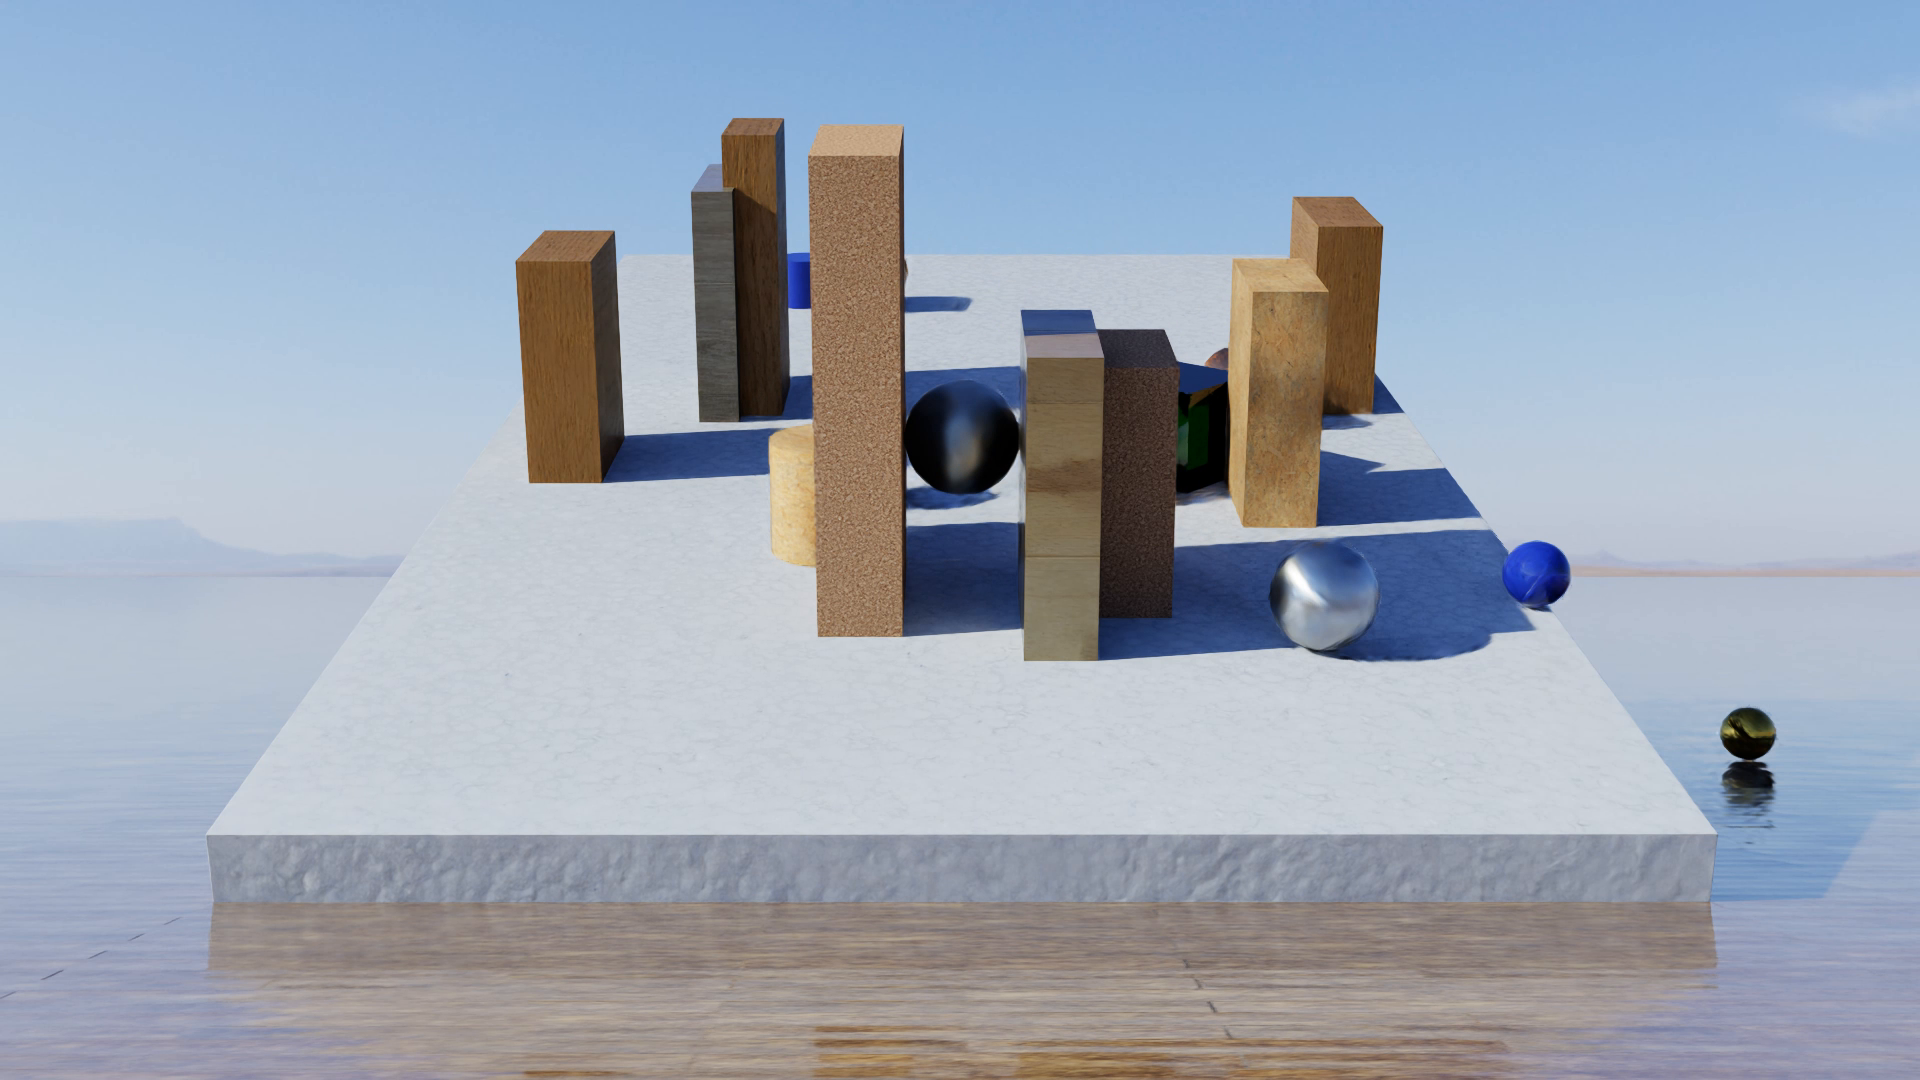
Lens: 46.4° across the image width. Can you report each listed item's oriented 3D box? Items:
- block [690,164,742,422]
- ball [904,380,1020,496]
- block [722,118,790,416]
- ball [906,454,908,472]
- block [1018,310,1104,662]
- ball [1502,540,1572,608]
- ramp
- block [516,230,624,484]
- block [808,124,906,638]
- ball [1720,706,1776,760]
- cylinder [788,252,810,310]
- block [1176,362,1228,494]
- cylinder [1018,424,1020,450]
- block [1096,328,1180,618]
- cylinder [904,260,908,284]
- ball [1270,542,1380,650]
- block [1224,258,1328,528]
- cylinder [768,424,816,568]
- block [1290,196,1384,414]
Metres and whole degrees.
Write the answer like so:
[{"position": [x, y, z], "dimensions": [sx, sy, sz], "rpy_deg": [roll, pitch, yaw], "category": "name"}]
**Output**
[{"position": [-0.530, -0.560, 5.029], "dimensions": [0.087, 0.509, 0.387], "rpy_deg": [0, 18, 0], "category": "block"}, {"position": [0.004, -0.174, 3.815], "dimensions": [0.197, 0.197, 0.197], "rpy_deg": [0, -1, 0], "category": "ball"}, {"position": [-0.454, -0.614, 5.014], "dimensions": [0.115, 0.620, 0.274], "rpy_deg": [0, 18, 0], "category": "block"}, {"position": [-0.179, -0.149, 4.347], "dimensions": [0.157, 0.157, 0.157], "rpy_deg": [0, -1, 0], "category": "ball"}, {"position": [0.160, -0.096, 3.644], "dimensions": [0.117, 0.495, 0.340], "rpy_deg": [0, 18, 0], "category": "block"}, {"position": [0.977, 0.057, 3.793], "dimensions": [0.113, 0.113, 0.113], "rpy_deg": [0, -1, 0], "category": "ball"}, {"position": [-0.004, -0.189, 4.877], "dimensions": [2.000, 0.100, 4.000], "rpy_deg": [0, 18, 0], "category": "ramp"}, {"position": [-0.790, -0.379, 4.572], "dimensions": [0.146, 0.450, 0.331], "rpy_deg": [0, 18, 0], "category": "block"}, {"position": [-0.164, -0.268, 3.704], "dimensions": [0.139, 0.784, 0.350], "rpy_deg": [0, 18, 0], "category": "block"}, {"position": [1.844, 0.453, 5.243], "dimensions": [0.124, 0.124, 0.124], "rpy_deg": [0, -1, 0], "category": "ball"}, {"position": [-0.425, -0.702, 6.068], "dimensions": [0.129, 0.129, 0.129], "rpy_deg": [0, 18, 0], "category": "cylinder"}, {"position": [0.437, -0.232, 4.526], "dimensions": [0.204, 0.204, 0.204], "rpy_deg": [15, 24, 39], "category": "block"}, {"position": [0.203, -0.205, 4.382], "dimensions": [0.178, 0.178, 0.178], "rpy_deg": [0, -10, 2], "category": "cylinder"}, {"position": [0.281, -0.118, 3.814], "dimensions": [0.146, 0.430, 0.278], "rpy_deg": [0, 18, 0], "category": "block"}, {"position": [-0.235, -0.709, 6.036], "dimensions": [0.162, 0.162, 0.162], "rpy_deg": [0, 18, 9], "category": "cylinder"}, {"position": [0.584, 0.090, 3.592], "dimensions": [0.176, 0.176, 0.176], "rpy_deg": [0, -1, 0], "category": "ball"}, {"position": [0.602, -0.287, 4.296], "dimensions": [0.138, 0.451, 0.310], "rpy_deg": [0, 18, 0], "category": "block"}, {"position": [-0.239, -0.083, 4.059], "dimensions": [0.209, 0.209, 0.209], "rpy_deg": [0, 18, 0], "category": "cylinder"}, {"position": [0.848, -0.541, 5.117], "dimensions": [0.141, 0.422, 0.392], "rpy_deg": [0, 18, 0], "category": "block"}]
